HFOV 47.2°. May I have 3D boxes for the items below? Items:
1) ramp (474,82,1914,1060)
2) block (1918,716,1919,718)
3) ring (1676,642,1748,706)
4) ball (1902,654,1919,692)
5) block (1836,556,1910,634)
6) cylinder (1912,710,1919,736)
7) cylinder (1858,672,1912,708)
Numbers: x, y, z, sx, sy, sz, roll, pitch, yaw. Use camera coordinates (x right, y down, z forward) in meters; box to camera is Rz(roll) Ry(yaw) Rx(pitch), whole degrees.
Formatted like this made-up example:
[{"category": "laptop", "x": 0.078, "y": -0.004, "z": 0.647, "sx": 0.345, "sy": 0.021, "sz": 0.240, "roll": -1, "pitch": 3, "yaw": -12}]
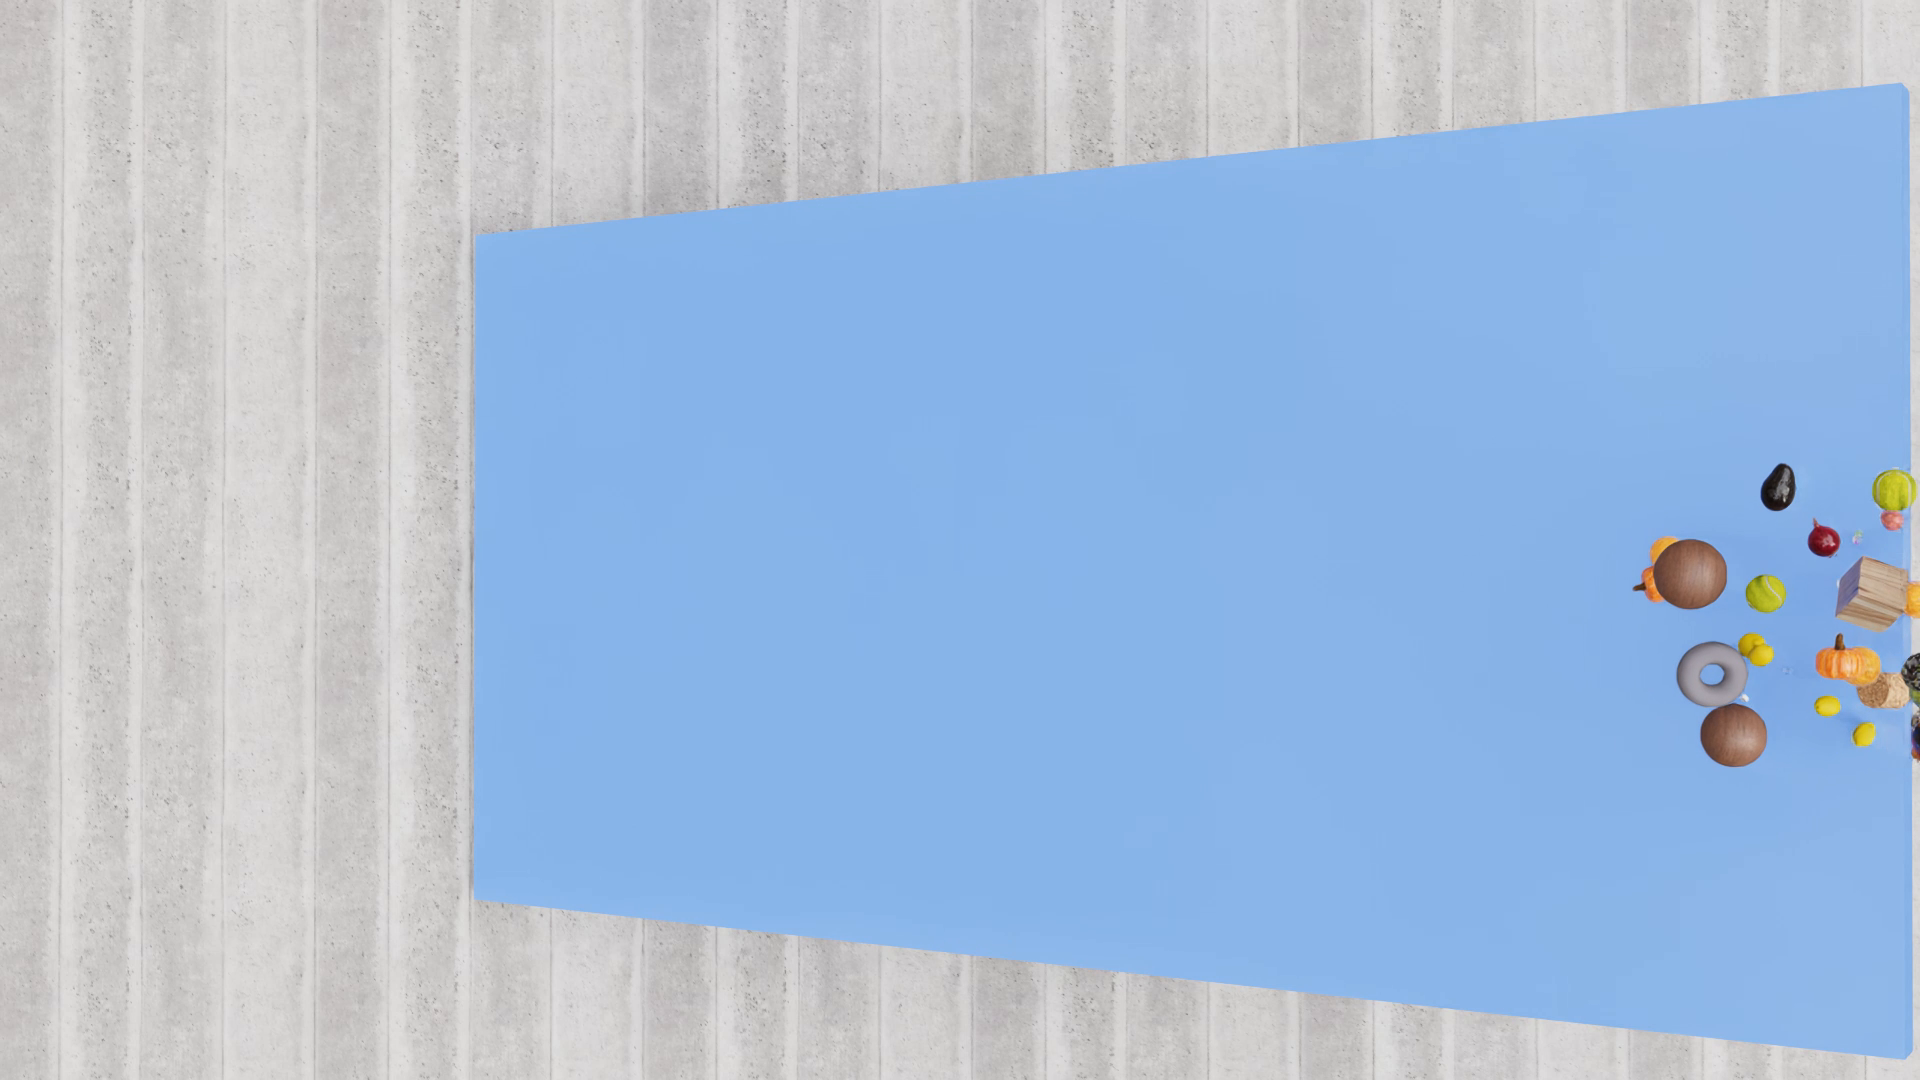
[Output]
[{"category": "ramp", "x": 0.261, "y": 0.072, "z": 5.603, "sx": 4.000, "sy": 0.100, "sz": 2.000, "roll": 0, "pitch": 89, "yaw": 32}, {"category": "block", "x": 1.673, "y": 0.302, "z": 3.672, "sx": 0.077, "sy": 0.077, "sz": 0.077, "roll": -45, "pitch": 108, "yaw": -8}, {"category": "ring", "x": 1.460, "y": 0.261, "z": 4.269, "sx": 0.133, "sy": 0.044, "sz": 0.133, "roll": 2, "pitch": 105, "yaw": 9}, {"category": "ball", "x": 1.502, "y": 0.207, "z": 3.429, "sx": 0.062, "sy": 0.062, "sz": 0.062, "roll": 0, "pitch": 89, "yaw": 0}, {"category": "block", "x": 1.707, "y": 0.102, "z": 4.116, "sx": 0.090, "sy": 0.090, "sz": 0.090, "roll": 20, "pitch": 58, "yaw": 3}, {"category": "cylinder", "x": 1.682, "y": 0.310, "z": 3.799, "sx": 0.057, "sy": 0.057, "sz": 0.057, "roll": -20, "pitch": 89, "yaw": -44}, {"category": "cylinder", "x": 1.819, "y": 0.296, "z": 4.327, "sx": 0.071, "sy": 0.071, "sz": 0.071, "roll": 3, "pitch": 89, "yaw": -30}]
